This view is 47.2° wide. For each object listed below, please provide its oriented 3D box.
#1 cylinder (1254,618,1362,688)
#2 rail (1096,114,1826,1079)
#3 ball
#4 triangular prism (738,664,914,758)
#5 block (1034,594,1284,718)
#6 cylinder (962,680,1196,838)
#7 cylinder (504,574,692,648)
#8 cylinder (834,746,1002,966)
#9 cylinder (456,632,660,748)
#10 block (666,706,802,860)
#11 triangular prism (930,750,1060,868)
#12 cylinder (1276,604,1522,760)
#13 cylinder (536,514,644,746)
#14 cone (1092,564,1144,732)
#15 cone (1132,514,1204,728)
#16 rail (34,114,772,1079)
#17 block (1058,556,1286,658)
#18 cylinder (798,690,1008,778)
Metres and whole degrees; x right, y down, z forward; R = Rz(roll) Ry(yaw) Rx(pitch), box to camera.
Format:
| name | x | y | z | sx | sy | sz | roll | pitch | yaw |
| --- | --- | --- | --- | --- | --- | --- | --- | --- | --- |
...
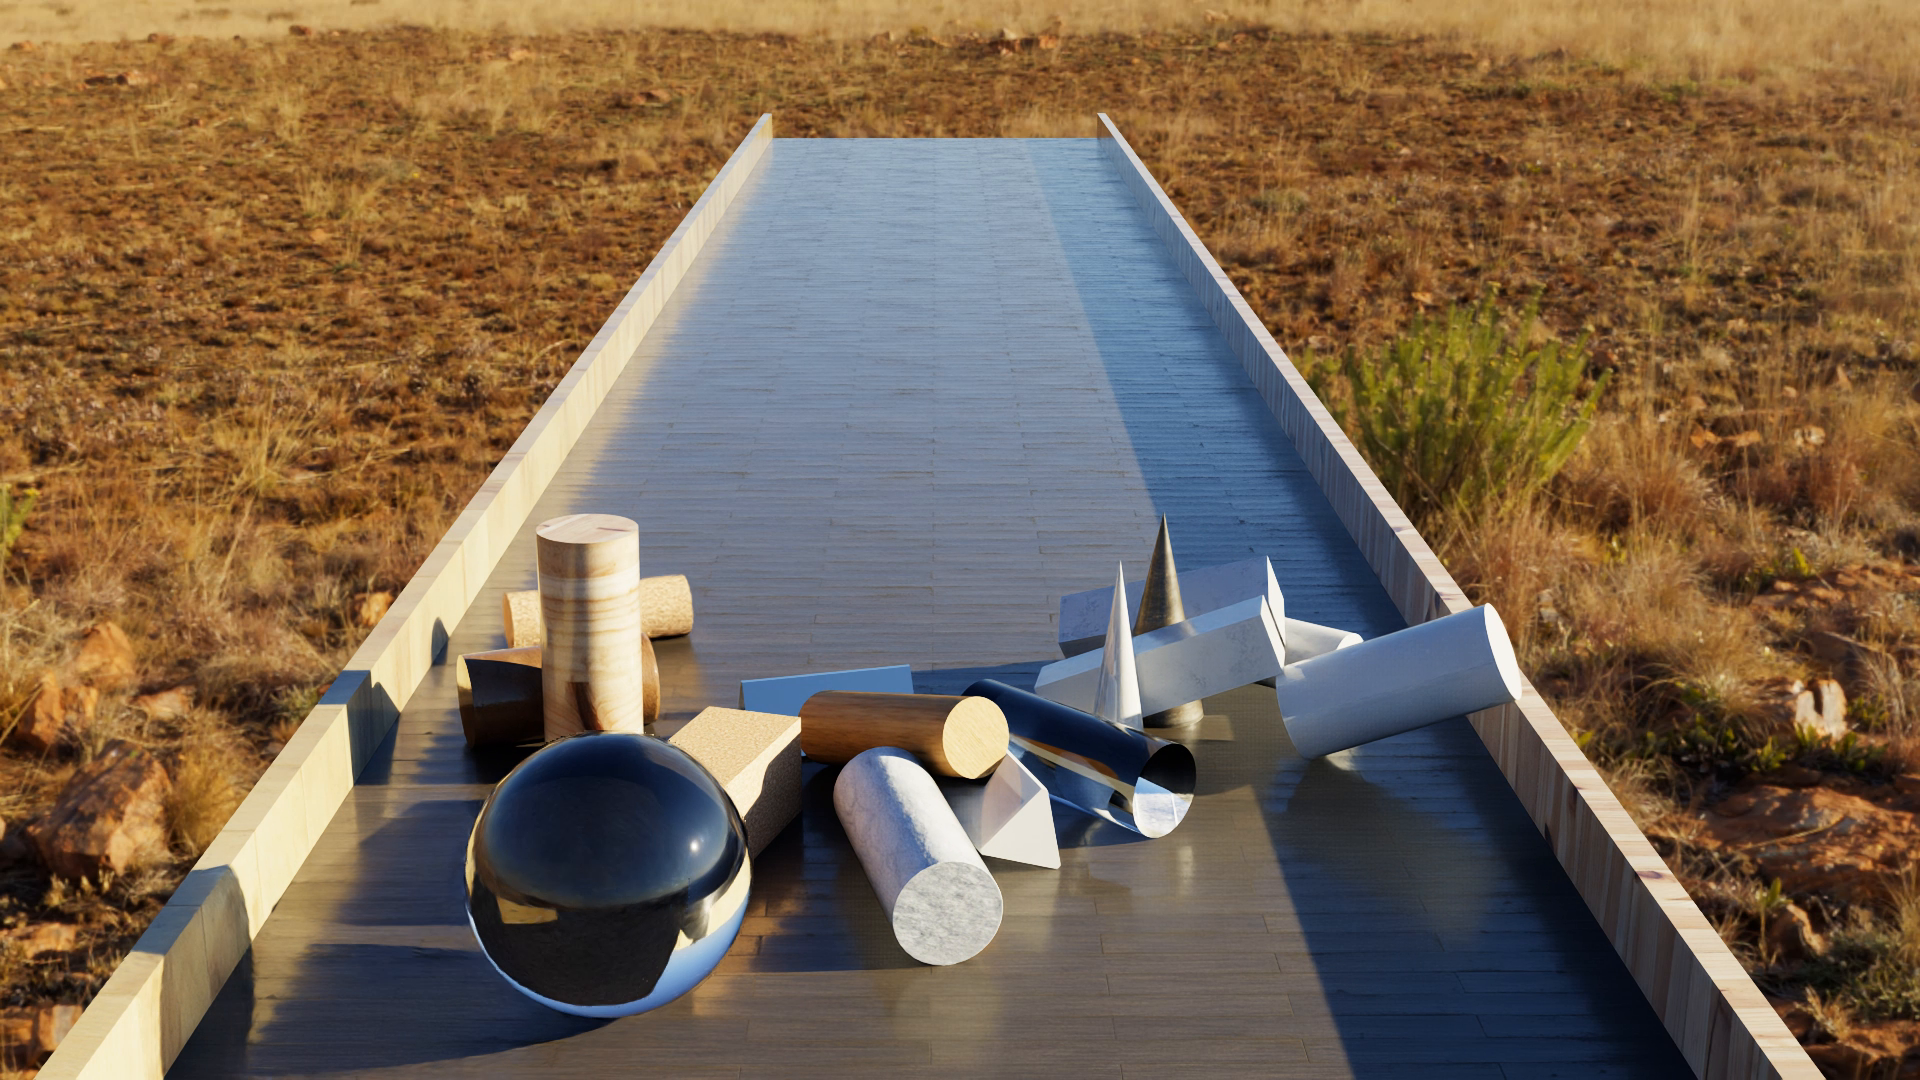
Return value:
| name | x | y | z | sx | sy | sz | roll | pitch | yaw |
| --- | --- | --- | --- | --- | --- | --- | --- | --- | --- |
| cylinder | 0.603 | 0.215 | 4.261 | 0.334 | 0.139 | 0.139 | 13 | 21 | 37 |
| rail | 0.932 | -0.844 | 7.801 | 0.050 | 0.150 | 12.000 | 0 | 17 | -1 |
| ball | -0.480 | 0.456 | 3.008 | 0.390 | 0.390 | 0.390 | 0 | 17 | 0 |
| triangular prism | -0.241 | 0.301 | 3.979 | 0.310 | 0.128 | 0.148 | -5 | 17 | -15 |
| block | 0.360 | 0.234 | 3.969 | 0.431 | 0.114 | 0.114 | -19 | 12 | 15 |
| cylinder | 0.184 | 0.365 | 3.721 | 0.159 | 0.159 | 0.425 | -16 | 23 | -42 |
| cylinder | -0.740 | 0.152 | 4.497 | 0.365 | 0.124 | 0.124 | -6 | 18 | -20 |
| cylinder | -0.071 | 0.472 | 3.354 | 0.163 | 0.163 | 0.449 | -4 | 17 | -13 |
| cylinder | -0.733 | 0.272 | 4.013 | 0.335 | 0.170 | 0.170 | -7 | 18 | -22 |
| block | -0.412 | 0.427 | 3.500 | 0.166 | 0.166 | 0.443 | 5 | 17 | 17 |
| triangular prism | 0.059 | 0.401 | 3.590 | 0.140 | 0.122 | 0.331 | 14 | 10 | -23 |
| cylinder | 0.763 | 0.249 | 3.838 | 0.383 | 0.172 | 0.172 | -20 | 8 | 23 |
| cylinder | -0.642 | 0.187 | 3.829 | 0.173 | 0.434 | 0.173 | 1 | 17 | 0 |
| cone | 0.278 | 0.212 | 3.862 | 0.114 | 0.372 | 0.114 | 0 | 17 | 0 |
| cone | 0.374 | 0.135 | 4.083 | 0.170 | 0.393 | 0.170 | 0 | 17 | 0 |
| rail | -1.118 | -0.838 | 7.780 | 0.050 | 0.150 | 12.000 | 0 | 17 | -1 |
| block | 0.406 | 0.155 | 4.225 | 0.412 | 0.124 | 0.124 | -12 | 42 | 17 |
| cylinder | -0.104 | 0.324 | 3.711 | 0.132 | 0.132 | 0.442 | -12 | 5 | -36 |
